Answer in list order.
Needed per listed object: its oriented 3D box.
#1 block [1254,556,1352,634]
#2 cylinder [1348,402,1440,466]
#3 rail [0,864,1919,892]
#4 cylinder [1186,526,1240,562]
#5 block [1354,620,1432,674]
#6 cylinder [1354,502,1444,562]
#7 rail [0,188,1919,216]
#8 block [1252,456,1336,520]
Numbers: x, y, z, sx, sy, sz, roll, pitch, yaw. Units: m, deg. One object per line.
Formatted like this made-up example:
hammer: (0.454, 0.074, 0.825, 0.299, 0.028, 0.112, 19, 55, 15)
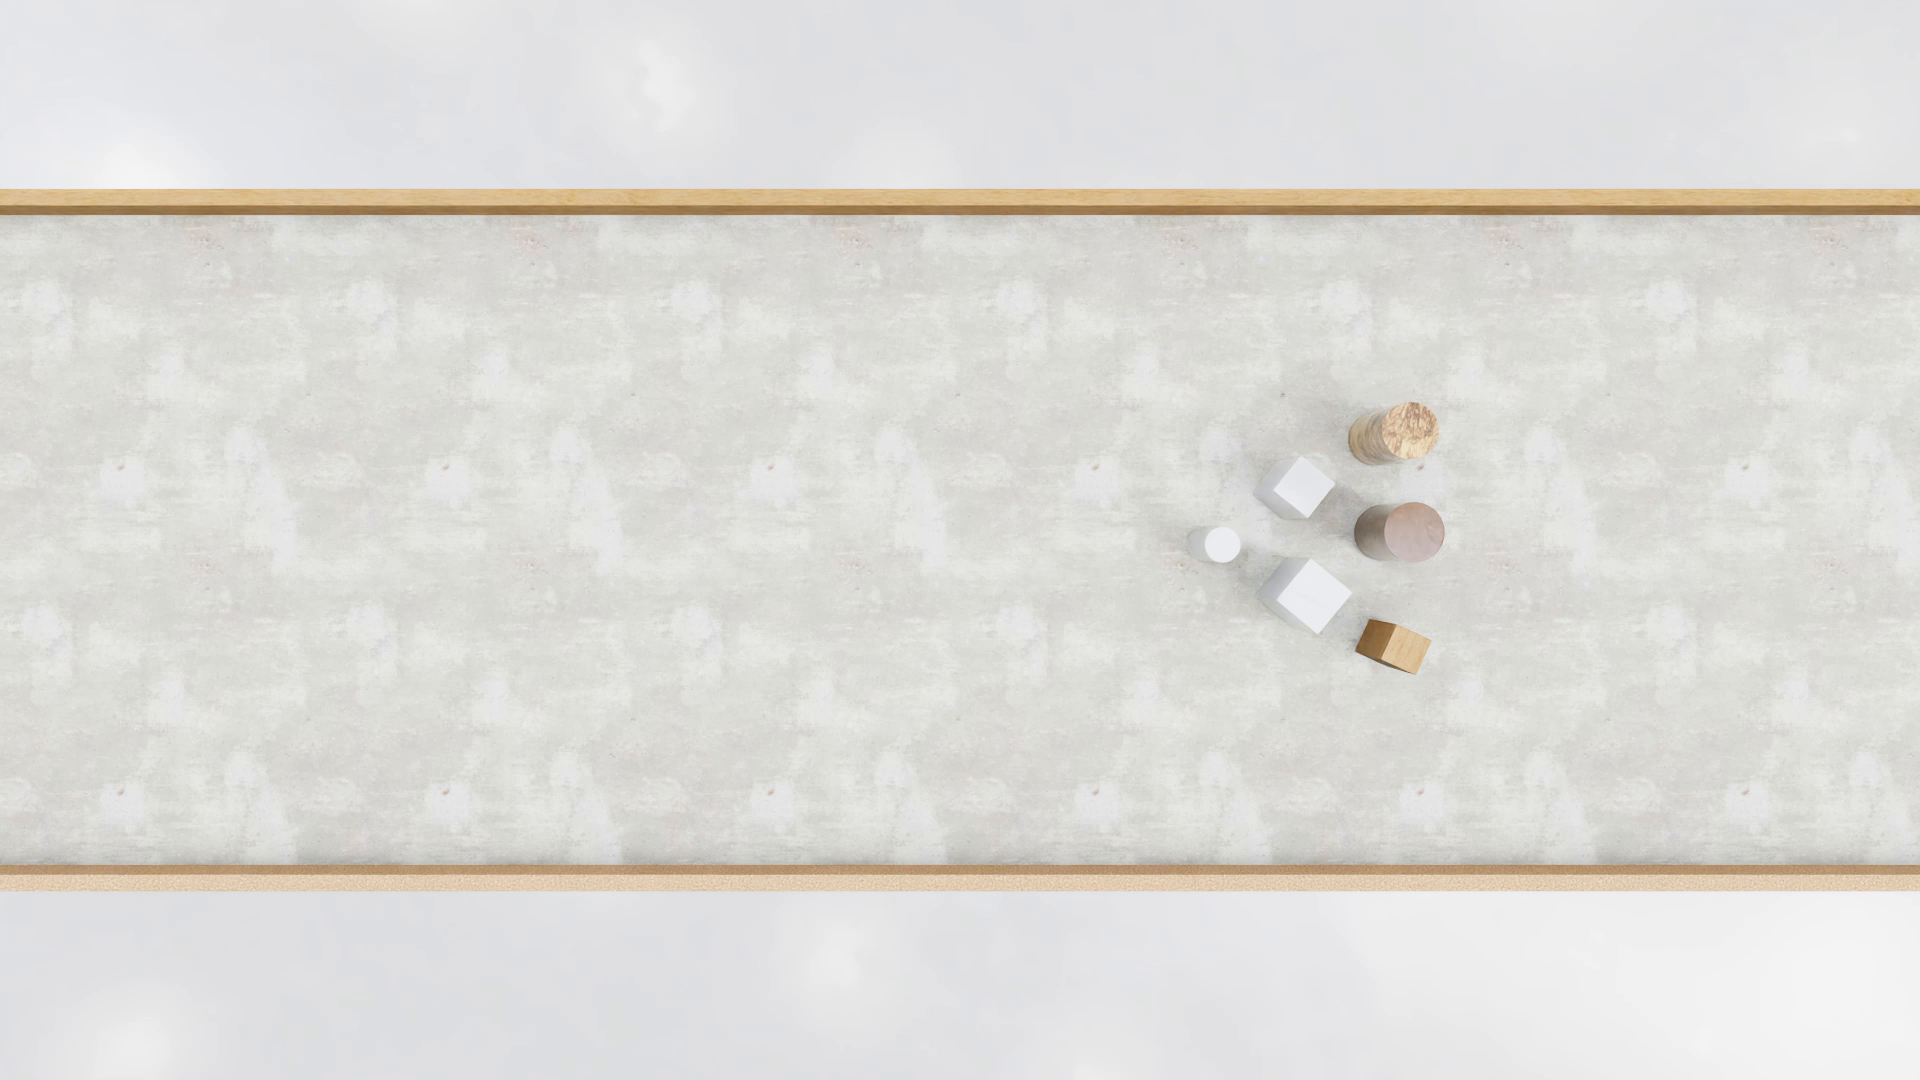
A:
block: (1.015, 0.161, 4.901, 0.155, 0.351, 0.155, 40, 90, 0)
cylinder: (1.275, -0.309, 4.871, 0.162, 0.412, 0.162, 0, 90, 0)
rail: (-2.247, 1.025, 5.001, 12.000, 0.150, 0.050, 0, 90, 0)
cylinder: (0.749, 0.013, 4.890, 0.102, 0.373, 0.102, 0, 90, 0)
block: (1.287, 0.316, 4.916, 0.111, 0.321, 0.111, 25, 90, 0)
cylinder: (1.300, -0.022, 4.896, 0.174, 0.360, 0.174, 0, 90, 0)
rail: (-2.247, -1.025, 5.002, 12.000, 0.150, 0.050, 0, 90, 0)
block: (0.988, -0.153, 4.903, 0.127, 0.347, 0.127, 38, 90, 0)
